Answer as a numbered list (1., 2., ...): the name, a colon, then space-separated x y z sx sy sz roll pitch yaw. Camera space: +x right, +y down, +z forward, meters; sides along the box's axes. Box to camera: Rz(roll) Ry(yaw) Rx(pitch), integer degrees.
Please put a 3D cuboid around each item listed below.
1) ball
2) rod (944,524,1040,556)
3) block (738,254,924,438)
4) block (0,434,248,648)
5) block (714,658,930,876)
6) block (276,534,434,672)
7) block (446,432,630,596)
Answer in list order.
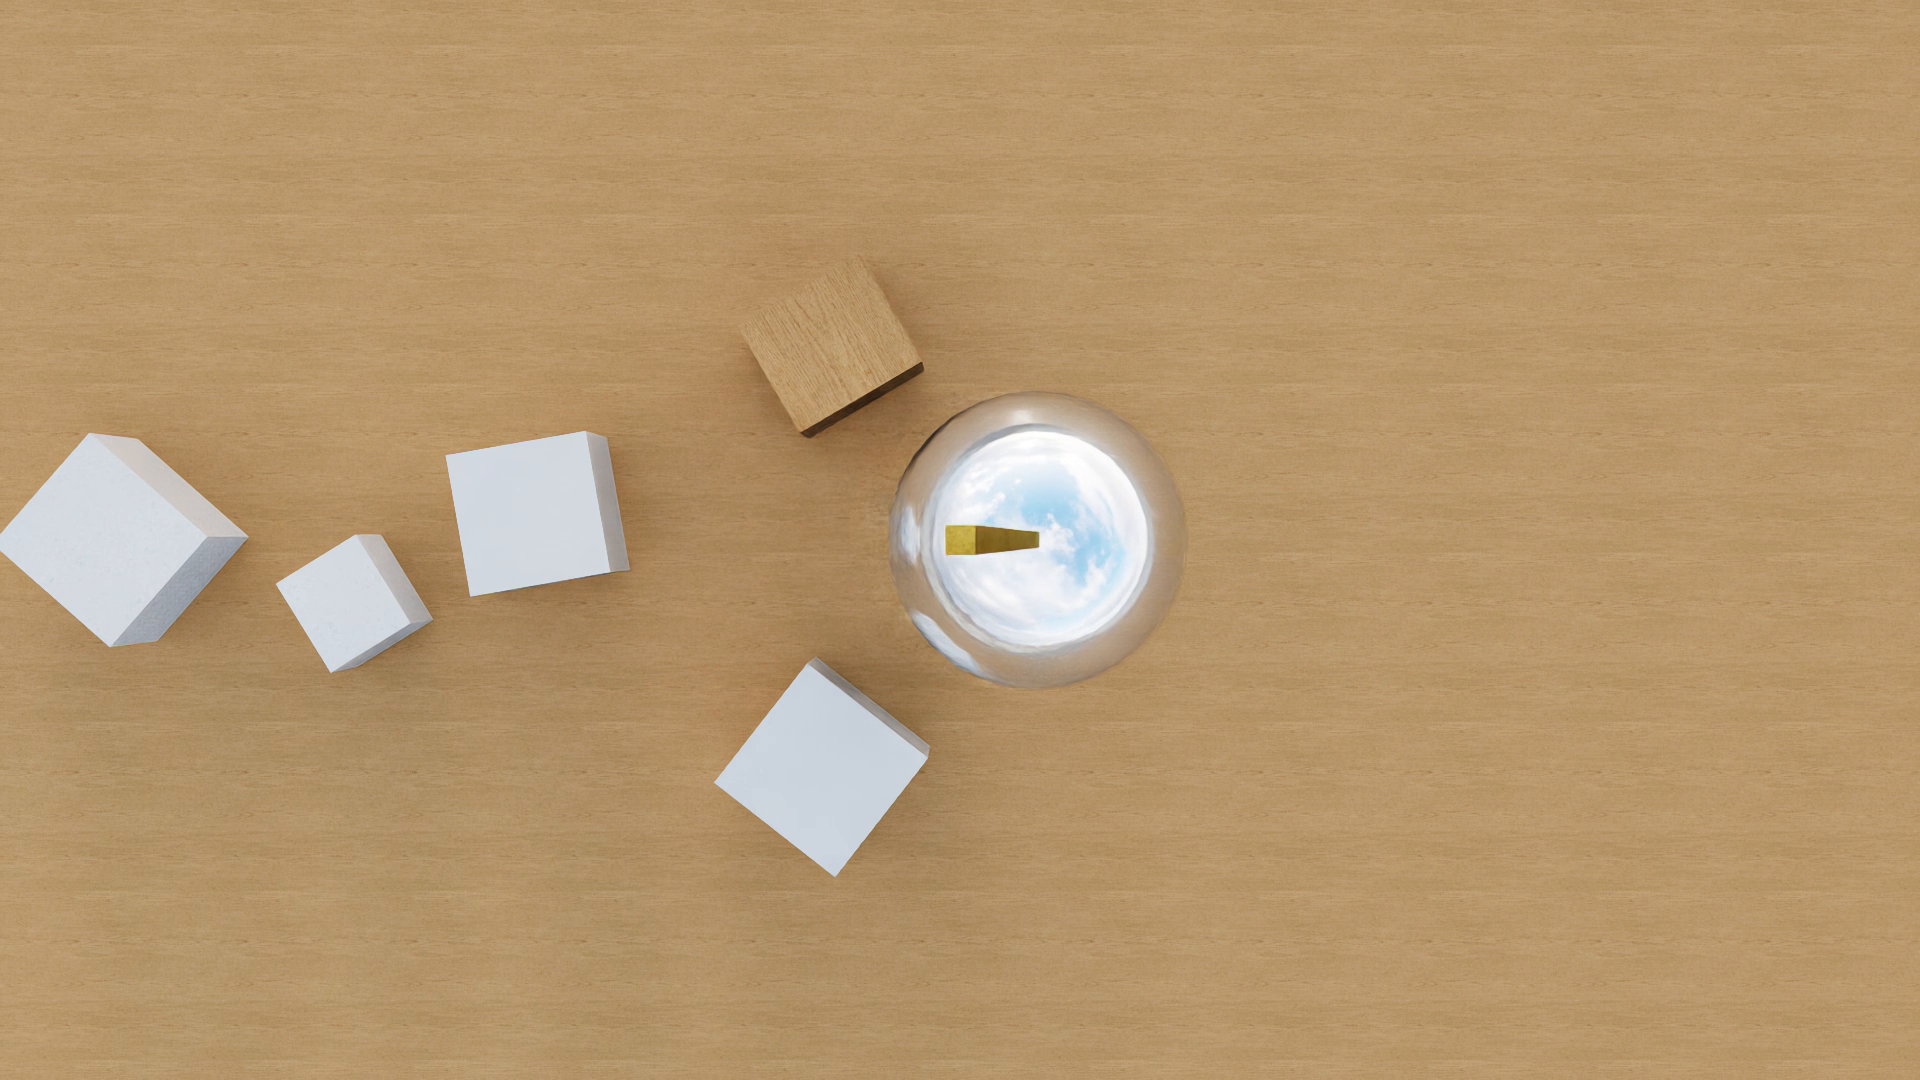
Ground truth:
1. ball: 0.409 0.000 11.756 1.600 1.600 1.600 0 90 0
2. rod: 0.177 0.000 8.364 0.080 5.200 0.080 0 90 4
3. block: -0.727 -1.097 12.638 0.793 0.725 0.692 -30 90 0
4. block: -4.804 0.000 12.639 0.877 0.721 0.822 41 90 0
5. block: -0.774 1.284 12.632 0.856 0.737 0.843 38 90 0
6. block: -3.493 0.360 12.728 0.532 0.545 0.592 -32 90 0
7. block: -2.409 -0.147 12.631 0.792 0.738 0.799 -10 90 0
